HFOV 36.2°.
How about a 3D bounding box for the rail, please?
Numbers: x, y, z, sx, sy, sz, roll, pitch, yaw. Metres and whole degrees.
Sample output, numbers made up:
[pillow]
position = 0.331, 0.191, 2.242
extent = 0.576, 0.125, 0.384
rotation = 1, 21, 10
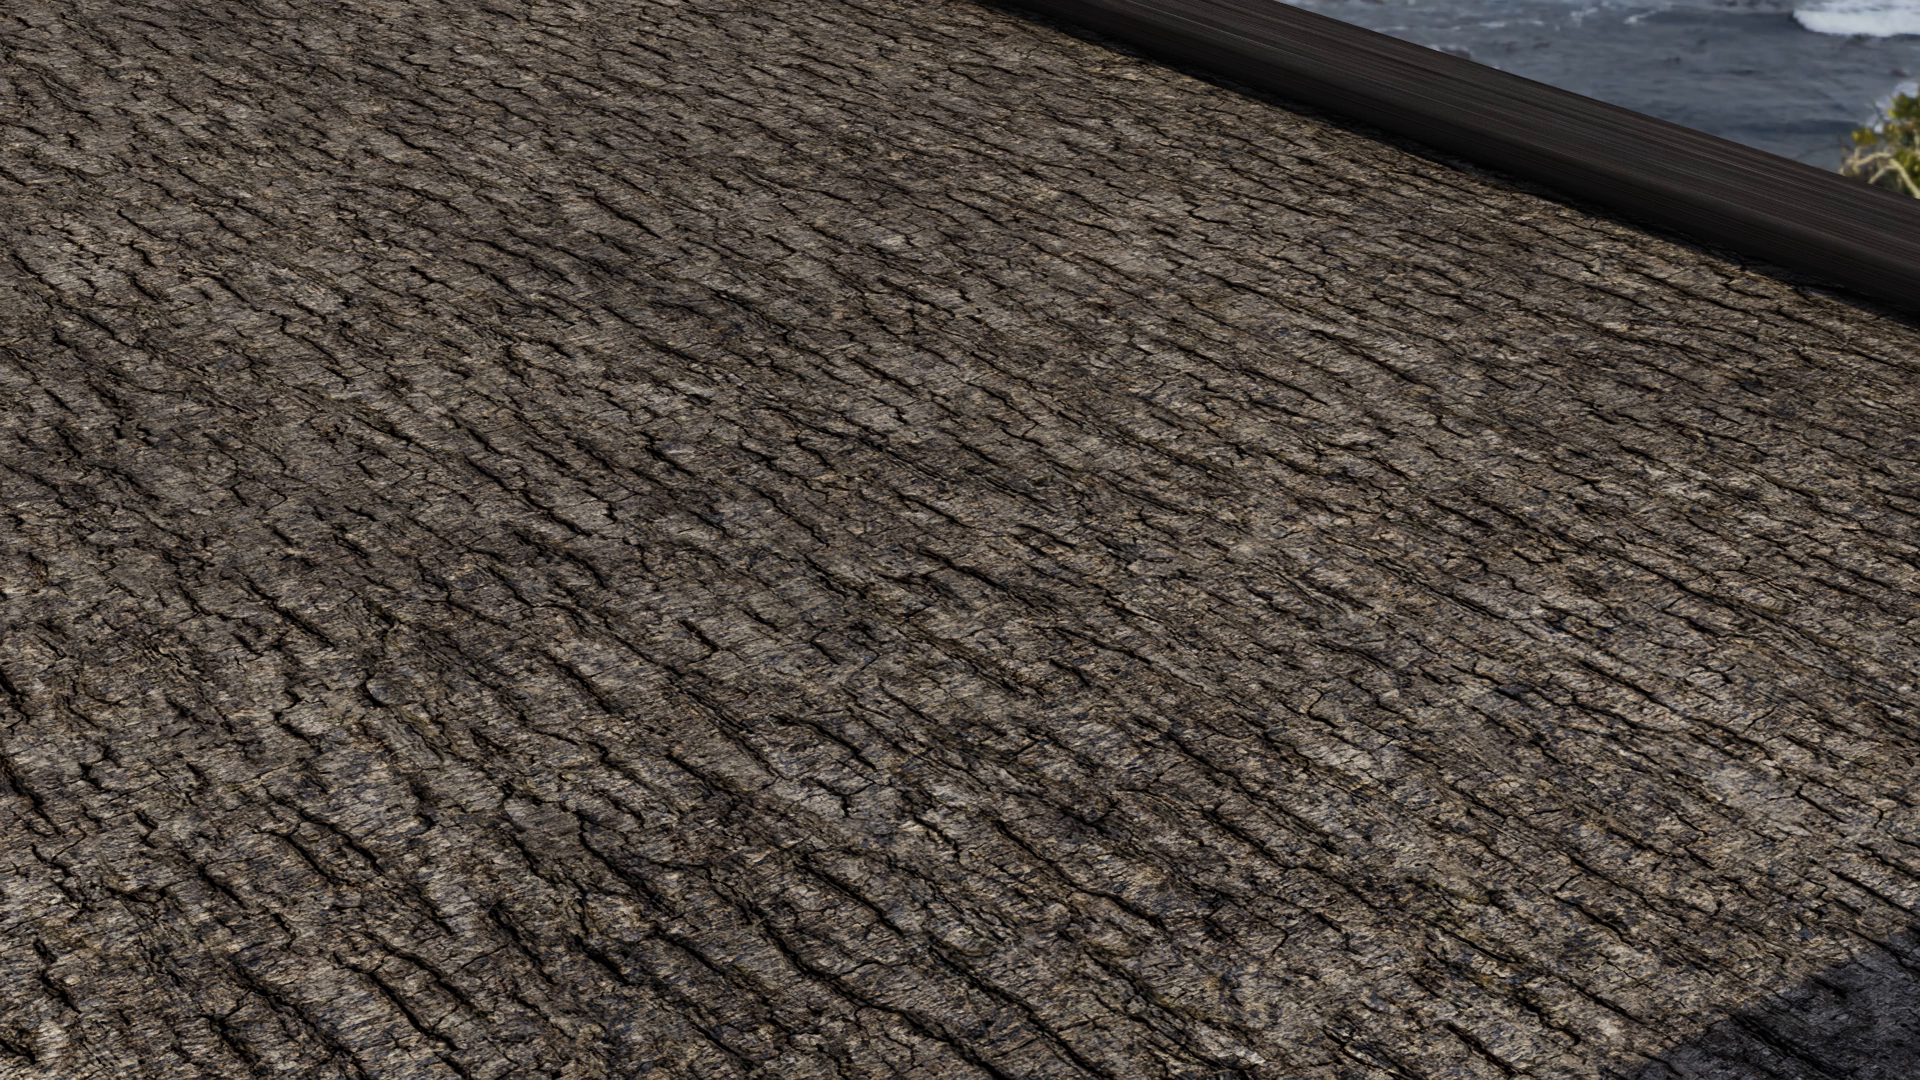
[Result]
[rail]
position = 0.251, -0.599, 3.402
extent = 0.045, 0.102, 3.838
rotation = -17, 30, -32
